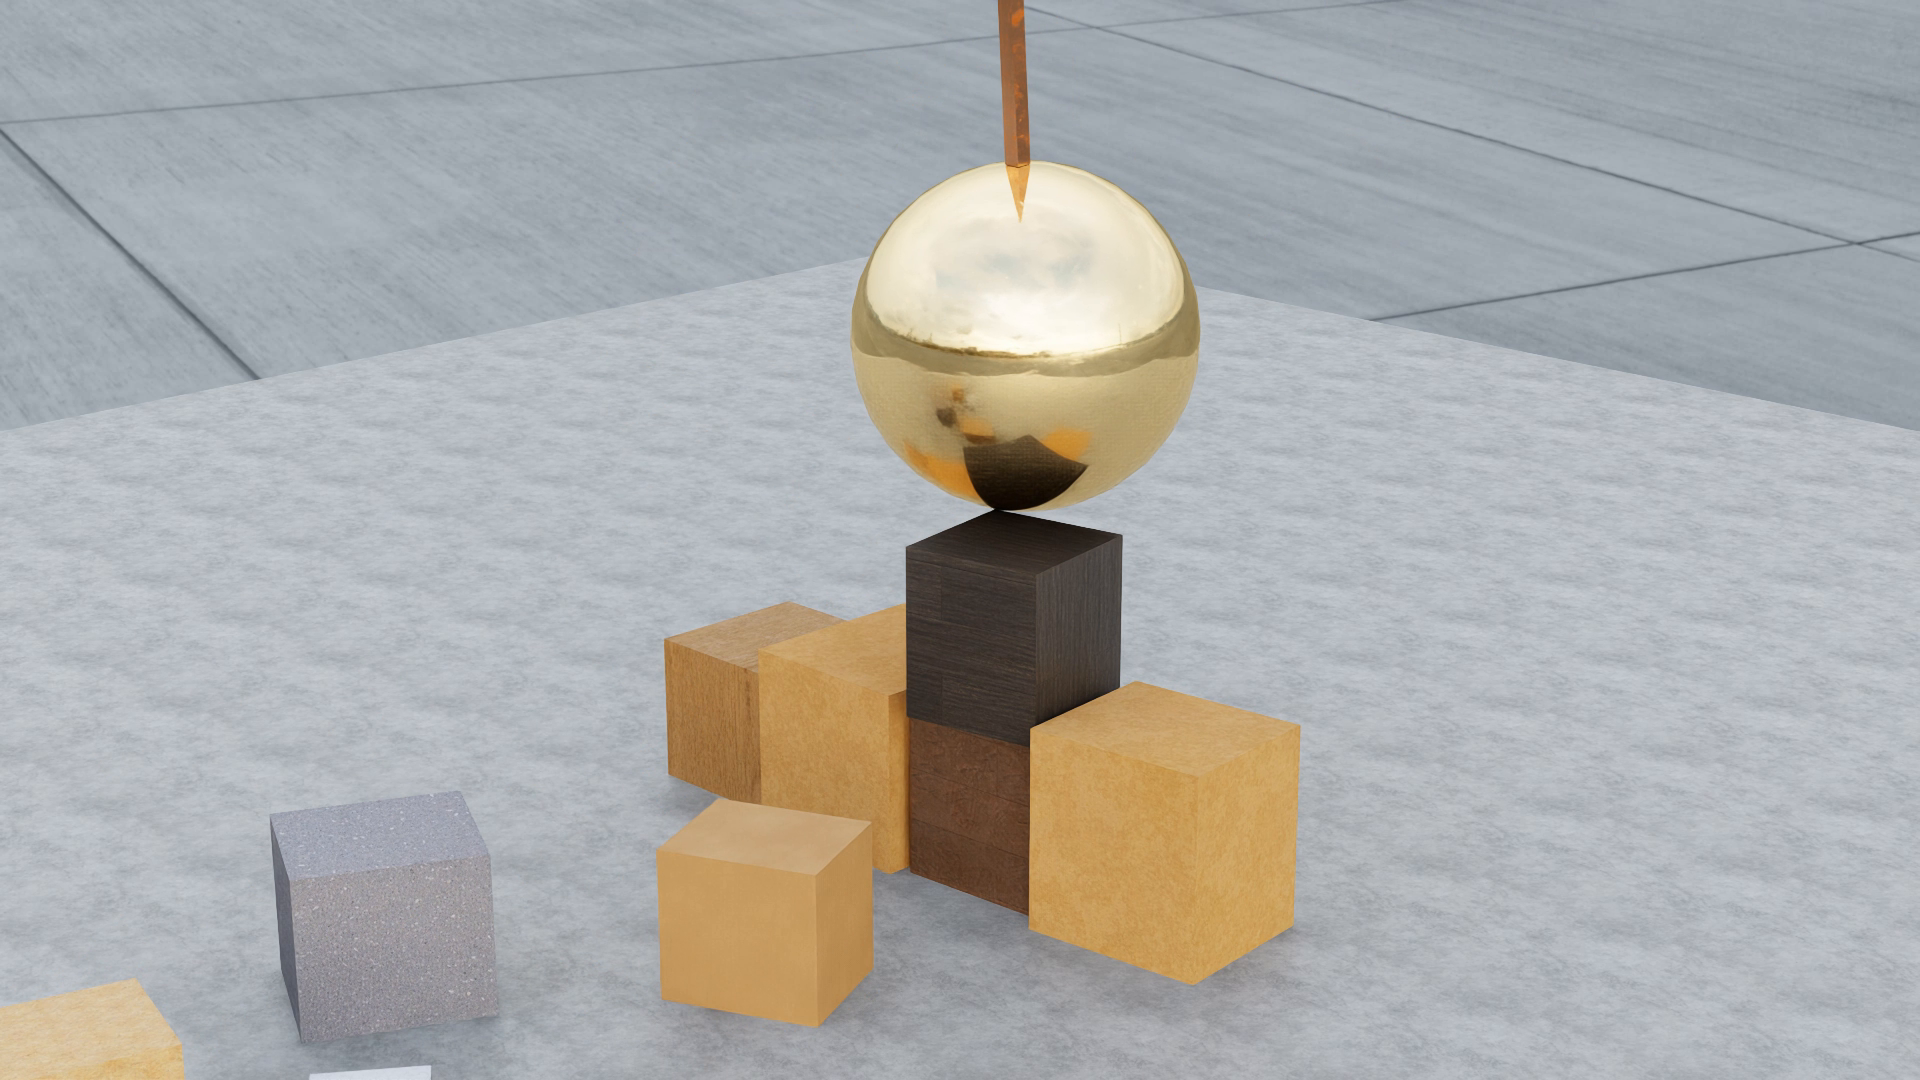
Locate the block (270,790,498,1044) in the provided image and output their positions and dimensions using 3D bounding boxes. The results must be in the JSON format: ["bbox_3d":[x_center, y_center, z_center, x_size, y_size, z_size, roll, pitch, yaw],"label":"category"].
[{"bbox_3d":[-2.401,1.554,12.203,0.801,0.717,0.724,-6,18,-18],"label":"block"}]

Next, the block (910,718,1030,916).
[{"bbox_3d":[0.273,1.134,13.370,0.733,0.820,0.684,15,23,39],"label":"block"}]

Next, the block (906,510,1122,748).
[{"bbox_3d":[0.242,0.383,13.067,0.688,0.795,0.697,12,21,33],"label":"block"}]

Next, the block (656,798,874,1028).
[{"bbox_3d":[-0.808,1.551,12.279,0.714,0.677,0.589,7,19,20],"label":"block"}]

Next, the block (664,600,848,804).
[{"bbox_3d":[-0.892,0.821,14.536,0.822,0.717,0.767,-17,24,-42],"label":"block"}]

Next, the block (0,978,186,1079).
[{"bbox_3d":[-3.176,2.087,10.491,0.677,0.727,0.605,-10,20,-29],"label":"block"}]

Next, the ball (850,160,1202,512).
[{"bbox_3d":[0.298,-0.928,13.362,1.600,1.600,1.600,0,17,0],"label":"ball"}]

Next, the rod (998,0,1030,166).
[{"bbox_3d":[0.129,-4.113,12.184,0.080,5.200,0.080,17,28,42],"label":"rod"}]

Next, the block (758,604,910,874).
[{"bbox_3d":[-0.298,0.922,13.954,0.885,0.873,0.959,17,24,42],"label":"block"}]

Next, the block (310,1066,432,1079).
[{"bbox_3d":[-2.112,2.220,10.542,0.434,0.443,0.500,-3,18,-9],"label":"block"}]

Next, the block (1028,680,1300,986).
[{"bbox_3d":[0.887,1.255,12.774,0.878,0.945,0.771,14,22,37],"label":"block"}]
